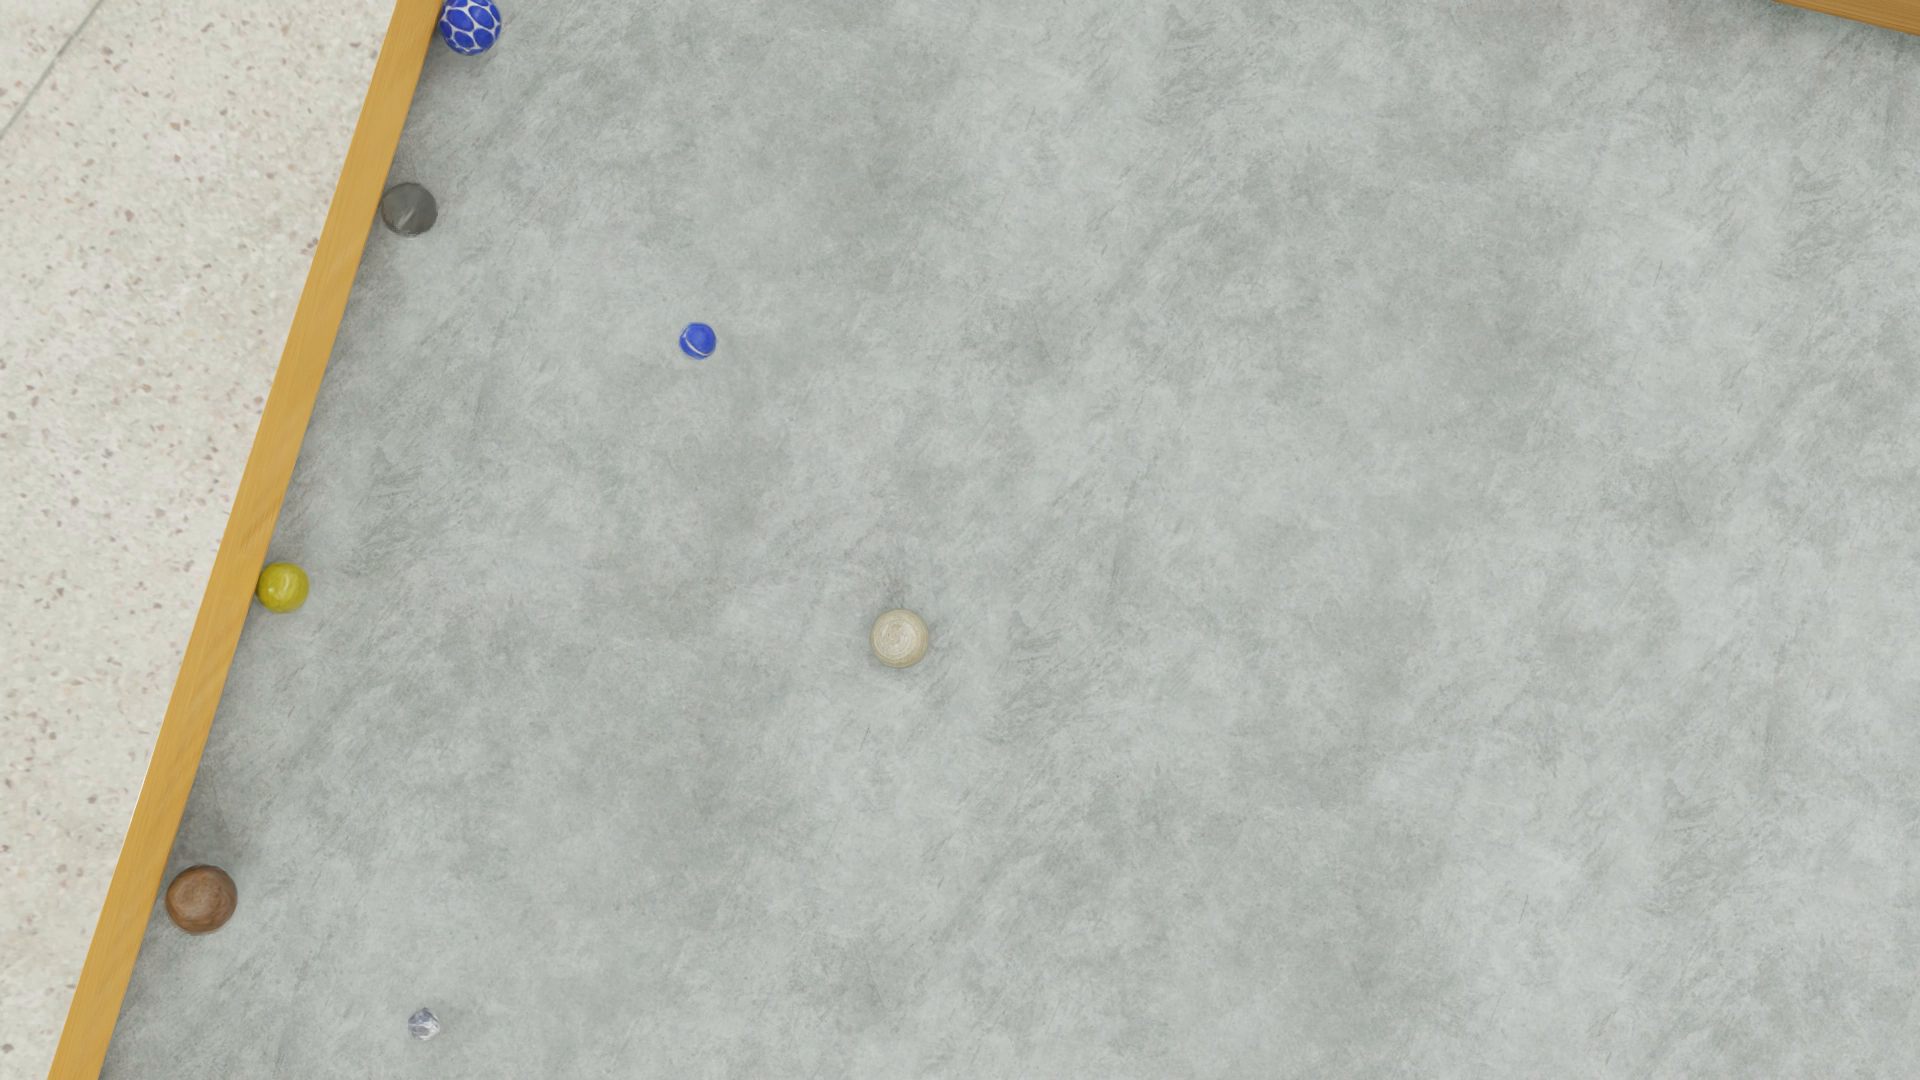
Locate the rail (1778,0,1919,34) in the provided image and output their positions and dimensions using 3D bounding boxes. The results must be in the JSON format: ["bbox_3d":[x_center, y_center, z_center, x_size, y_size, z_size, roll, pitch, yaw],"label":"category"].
[{"bbox_3d":[1.291,-0.851,3.409,4.134,0.129,0.045,14,80,3],"label":"rail"}]

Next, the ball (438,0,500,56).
[{"bbox_3d":[-0.762,-0.802,3.418,0.095,0.095,0.095,0,80,0],"label":"ball"}]

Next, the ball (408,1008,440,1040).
[{"bbox_3d":[-0.772,0.699,3.173,0.044,0.044,0.044,0,80,0],"label":"ball"}]

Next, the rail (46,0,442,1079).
[{"bbox_3d":[-0.977,-0.255,3.301,0.045,0.129,2.362,14,80,3],"label":"rail"}]

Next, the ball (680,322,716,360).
[{"bbox_3d":[-0.398,-0.303,3.348,0.056,0.056,0.056,0,80,0],"label":"ball"}]

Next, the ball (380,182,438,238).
[{"bbox_3d":[-0.844,-0.504,3.369,0.086,0.086,0.086,0,80,0],"label":"ball"}]

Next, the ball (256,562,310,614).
[{"bbox_3d":[-1.007,0.072,3.269,0.077,0.077,0.077,0,80,0],"label":"ball"}]

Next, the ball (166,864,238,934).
[{"bbox_3d":[-1.095,0.519,3.178,0.099,0.099,0.099,0,80,0],"label":"ball"}]

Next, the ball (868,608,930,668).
[{"bbox_3d":[-0.089,0.145,3.250,0.090,0.090,0.090,0,80,0],"label":"ball"}]
